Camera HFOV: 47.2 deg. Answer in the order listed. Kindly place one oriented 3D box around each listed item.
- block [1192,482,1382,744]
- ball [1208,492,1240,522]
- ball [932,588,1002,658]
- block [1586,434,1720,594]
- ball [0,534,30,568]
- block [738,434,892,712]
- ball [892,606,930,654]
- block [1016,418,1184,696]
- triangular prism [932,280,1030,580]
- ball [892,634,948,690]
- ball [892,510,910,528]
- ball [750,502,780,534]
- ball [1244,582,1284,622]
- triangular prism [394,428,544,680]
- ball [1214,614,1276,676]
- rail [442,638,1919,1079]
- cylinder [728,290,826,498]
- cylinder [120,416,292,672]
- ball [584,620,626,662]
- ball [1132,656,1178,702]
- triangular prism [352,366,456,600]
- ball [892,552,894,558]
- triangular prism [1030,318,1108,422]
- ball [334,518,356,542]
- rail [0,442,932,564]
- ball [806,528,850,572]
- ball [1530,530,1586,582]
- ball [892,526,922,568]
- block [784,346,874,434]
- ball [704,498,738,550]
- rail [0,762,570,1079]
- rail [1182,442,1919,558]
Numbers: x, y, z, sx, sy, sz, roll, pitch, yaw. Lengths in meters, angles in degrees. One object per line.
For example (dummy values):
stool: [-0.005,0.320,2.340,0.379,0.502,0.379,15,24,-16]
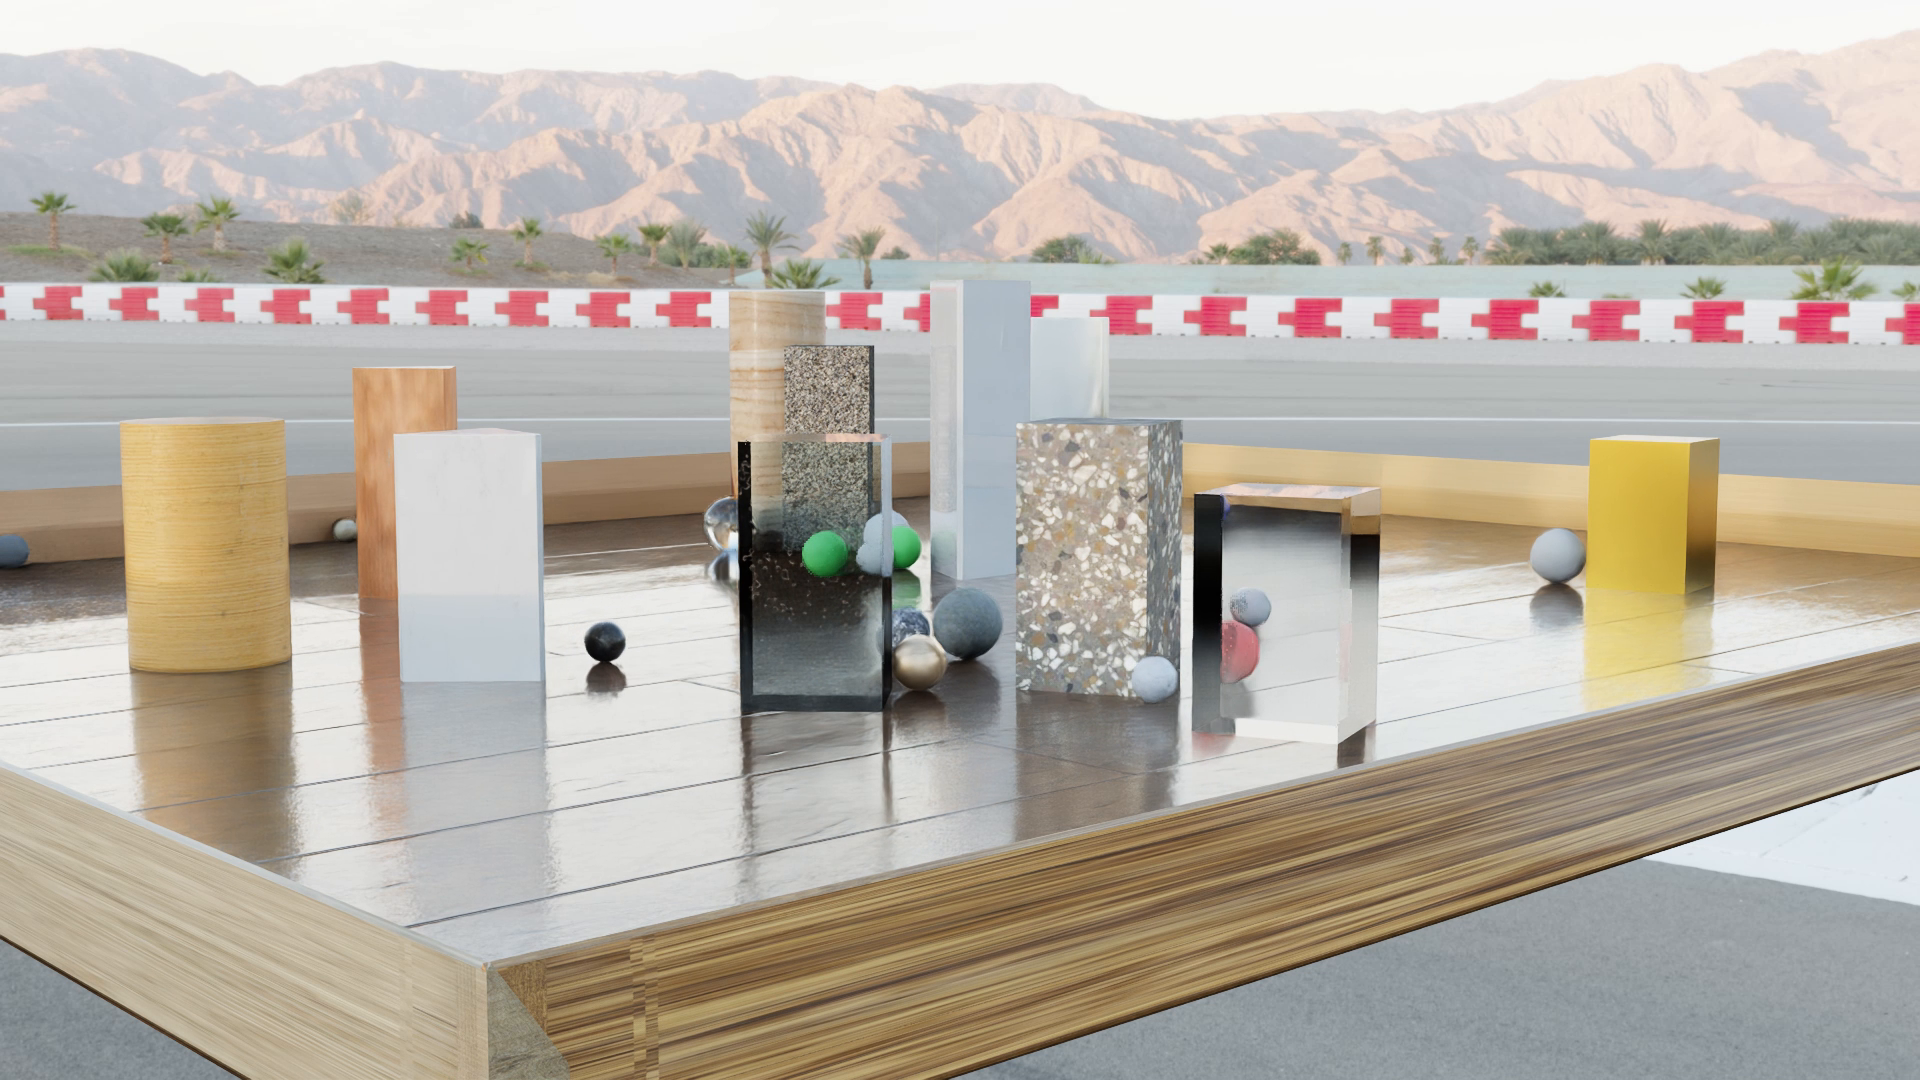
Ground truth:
block: [0.351,0.073,2.357,0.159,0.254,0.159,3,7,25]
ball: [0.560,-0.072,4.665,0.064,0.064,0.064,0,6,0]
ball: [0.009,0.107,2.822,0.090,0.090,0.090,0,6,0]
block: [1.121,-0.044,3.557,0.159,0.239,0.159,4,7,35]
ball: [-1.641,0.020,3.802,0.060,0.060,0.060,0,6,0]
block: [-0.163,0.033,2.513,0.159,0.301,0.159,0,6,2]
ball: [-0.071,0.119,2.816,0.067,0.067,0.067,0,6,0]
block: [0.168,0.015,2.626,0.159,0.314,0.159,2,6,20]
triangular prism: [0.006,-0.191,3.734,0.149,0.495,0.172,6,8,44]
ball: [-0.048,0.144,2.586,0.066,0.066,0.066,0,6,0]
ball: [-0.132,-0.014,4.034,0.081,0.081,0.081,0,6,0]
ball: [-0.391,-0.045,4.413,0.062,0.062,0.062,0,6,0]
ball: [0.436,0.088,3.157,0.058,0.058,0.058,0,6,0]
triangular prism: [-0.591,0.014,2.714,0.172,0.297,0.149,0,6,-2]
ball: [0.349,0.128,2.695,0.075,0.075,0.075,0,6,0]
rail: [1.014,0.147,2.239,3.424,0.129,0.045,-5,8,-42]
cylinder: [-0.374,-0.268,4.519,0.198,0.484,0.198,0,6,0]
cylinder: [-0.957,0.001,2.796,0.198,0.306,0.198,0,6,0]
ball: [-0.451,0.129,2.792,0.053,0.053,0.053,0,6,0]
ball: [0.223,0.158,2.507,0.053,0.053,0.053,0,6,0]
triangular prism: [-0.832,-0.093,3.453,0.172,0.357,0.149,2,6,20]
ball: [-0.143,0.025,3.756,0.059,0.059,0.059,0,6,0]
triangular prism: [0.251,-0.223,4.341,0.172,0.432,0.149,4,7,35]
ball: [-1.184,-0.019,4.240,0.046,0.046,0.046,0,6,0]
rail: [-1.014,-0.080,4.424,3.424,0.129,0.045,-5,8,-42]
ball: [-0.225,0.017,3.751,0.076,0.076,0.076,0,6,0]
ball: [0.982,0.026,3.608,0.088,0.088,0.088,0,6,0]
ball: [-0.103,0.012,3.808,0.075,0.075,0.075,0,6,0]
block: [-0.247,-0.182,4.205,0.159,0.378,0.159,0,6,1]
ball: [-0.428,-0.030,4.096,0.099,0.099,0.099,0,6,0]
rail: [-1.241,0.152,2.193,0.045,0.129,3.037,-5,8,-42]
rail: [1.241,-0.085,4.471,0.045,0.129,3.037,-5,8,-42]
